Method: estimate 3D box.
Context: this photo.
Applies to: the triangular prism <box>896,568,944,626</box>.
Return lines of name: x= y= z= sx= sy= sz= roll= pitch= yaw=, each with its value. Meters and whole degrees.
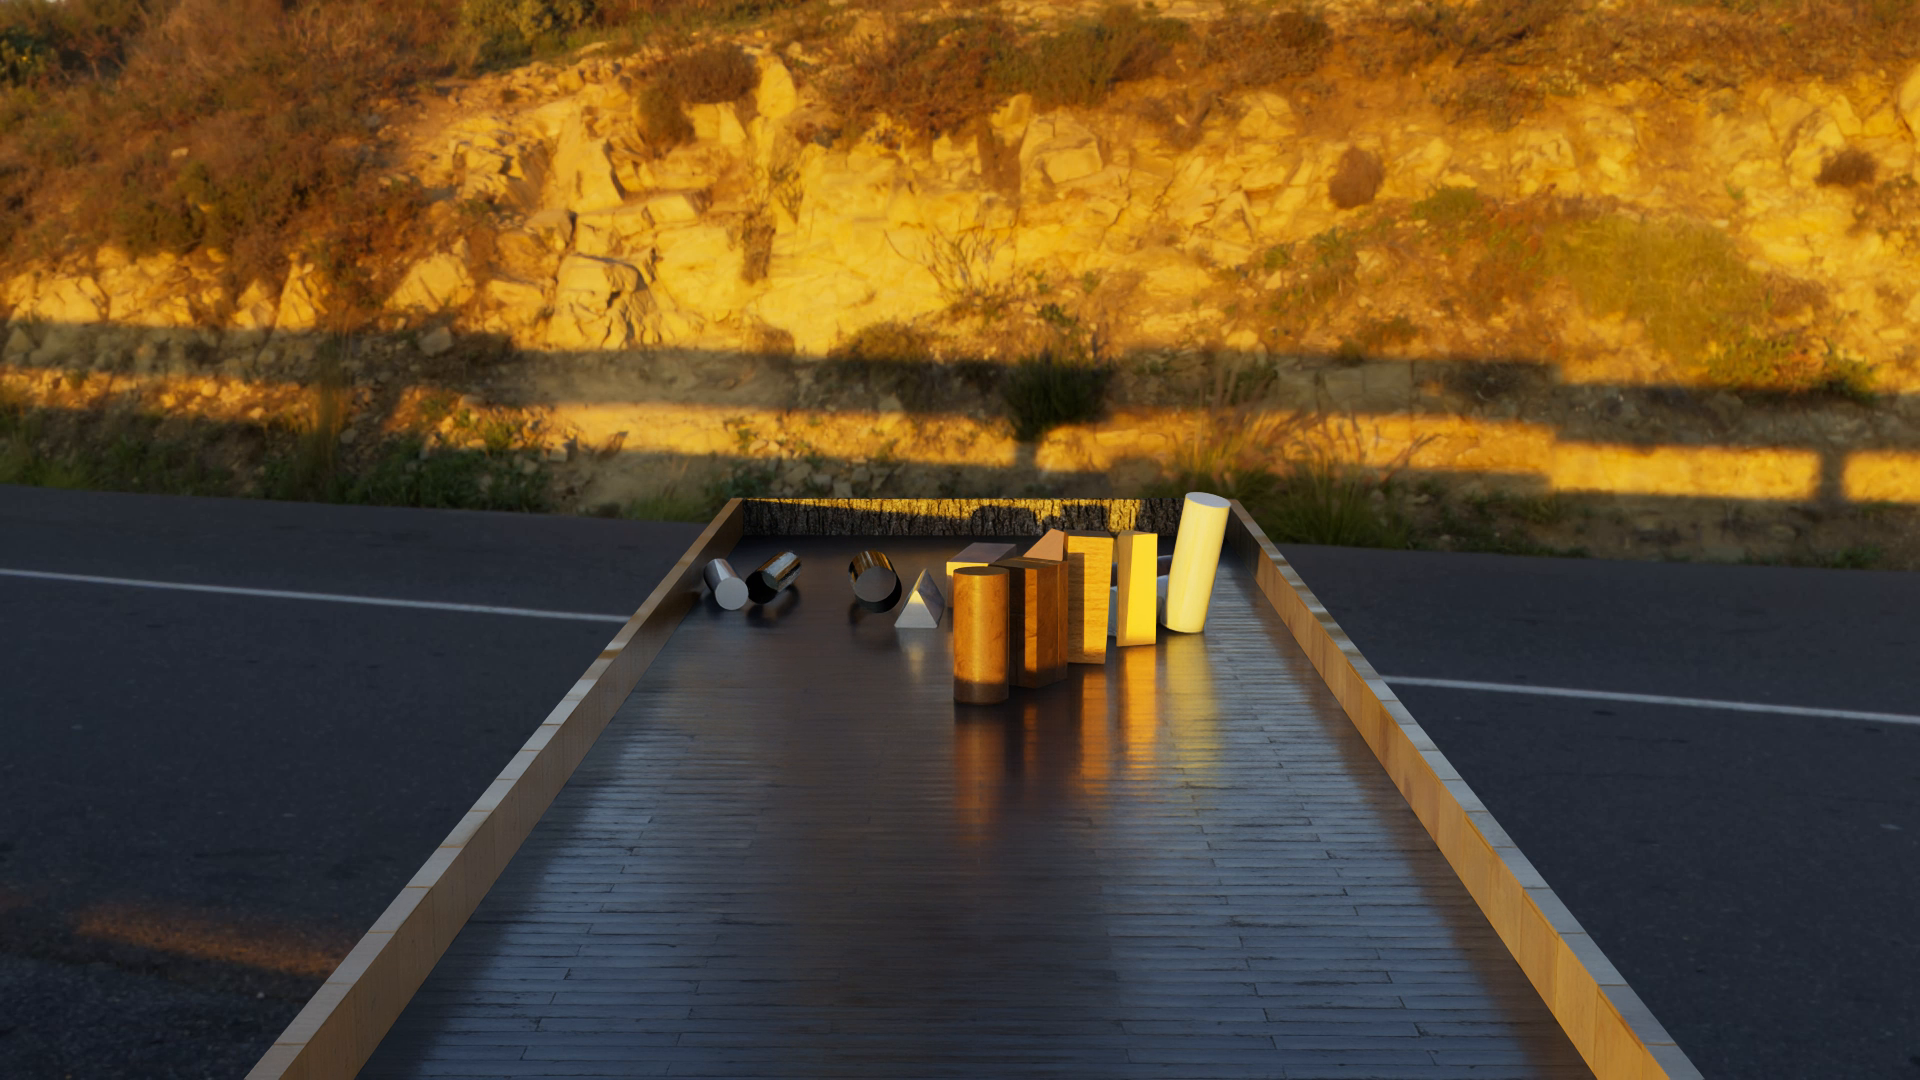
triangular prism: x=-0.132 y=0.191 z=7.401 sx=0.138 sy=0.119 sz=0.432 roll=1 pitch=9 yaw=3

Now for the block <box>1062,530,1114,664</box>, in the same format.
block: x=0.378 y=0.171 z=6.679 sx=0.134 sy=0.385 sz=0.134 roll=3 pitch=9 yaw=-4

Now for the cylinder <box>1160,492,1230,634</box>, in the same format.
cylinder: x=0.758 y=0.074 z=7.095 sx=0.147 sy=0.432 sz=0.147 roll=9 pitch=18 yaw=-3

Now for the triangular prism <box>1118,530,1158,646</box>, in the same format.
triangular prism: x=0.538 y=0.149 z=6.951 sx=0.132 sy=0.351 sz=0.114 roll=-3 pitch=9 yaw=-18

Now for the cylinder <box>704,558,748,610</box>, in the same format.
cylinder: x=-0.820 y=0.152 z=7.686 sx=0.113 sy=0.113 sz=0.393 roll=-2 pitch=9 yaw=-12

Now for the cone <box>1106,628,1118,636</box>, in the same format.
cone: x=0.407 y=0.272 z=7.115 sx=0.306 sy=0.113 sz=0.113 roll=19 pitch=18 yaw=33

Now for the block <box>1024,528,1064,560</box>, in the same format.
block: x=0.306 y=0.114 z=7.456 sx=0.155 sy=0.155 sz=0.354 roll=17 pitch=28 yaw=19

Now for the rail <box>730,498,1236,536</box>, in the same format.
rail: x=0.099 y=-0.098 z=9.147 sx=2.100 sy=0.150 sz=0.050 roll=0 pitch=9 yaw=1

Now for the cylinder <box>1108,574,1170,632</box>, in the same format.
cylinder: x=0.599 y=0.208 z=7.222 sx=0.149 sy=0.149 sz=0.370 roll=8 pitch=12 yaw=40

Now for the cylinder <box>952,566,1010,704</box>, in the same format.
cylinder: x=0.059 y=0.266 z=6.166 sx=0.158 sy=0.365 sz=0.158 roll=0 pitch=9 yaw=0

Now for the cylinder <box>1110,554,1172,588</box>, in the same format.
cylinder: x=0.576 y=0.155 z=7.472 sx=0.380 sy=0.174 sz=0.174 roll=-6 pitch=11 yaw=-35

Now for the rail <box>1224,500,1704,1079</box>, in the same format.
rail: x=1.046 y=0.843 z=3.208 sx=0.050 sy=0.150 sz=12.000 roll=0 pitch=9 yaw=1

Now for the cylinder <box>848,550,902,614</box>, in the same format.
cylinder: x=-0.296 y=0.143 z=7.596 sx=0.161 sy=0.161 sz=0.330 roll=-1 pitch=9 yaw=-7

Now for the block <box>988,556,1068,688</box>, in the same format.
block: x=0.197 y=0.237 z=6.404 sx=0.169 sy=0.347 sz=0.169 roll=6 pitch=11 yaw=34

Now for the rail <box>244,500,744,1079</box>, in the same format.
rail: x=-1.004 y=0.839 z=3.234 sx=0.050 sy=0.150 sz=12.000 roll=0 pitch=9 yaw=1

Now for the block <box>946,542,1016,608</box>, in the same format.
block: x=0.079 y=0.123 z=7.732 sx=0.157 sy=0.157 sz=0.434 roll=2 pitch=9 yaw=12

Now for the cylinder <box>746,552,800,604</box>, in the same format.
cylinder: x=-0.662 y=0.132 z=7.807 sx=0.116 sy=0.116 sz=0.417 roll=1 pitch=9 yaw=7
